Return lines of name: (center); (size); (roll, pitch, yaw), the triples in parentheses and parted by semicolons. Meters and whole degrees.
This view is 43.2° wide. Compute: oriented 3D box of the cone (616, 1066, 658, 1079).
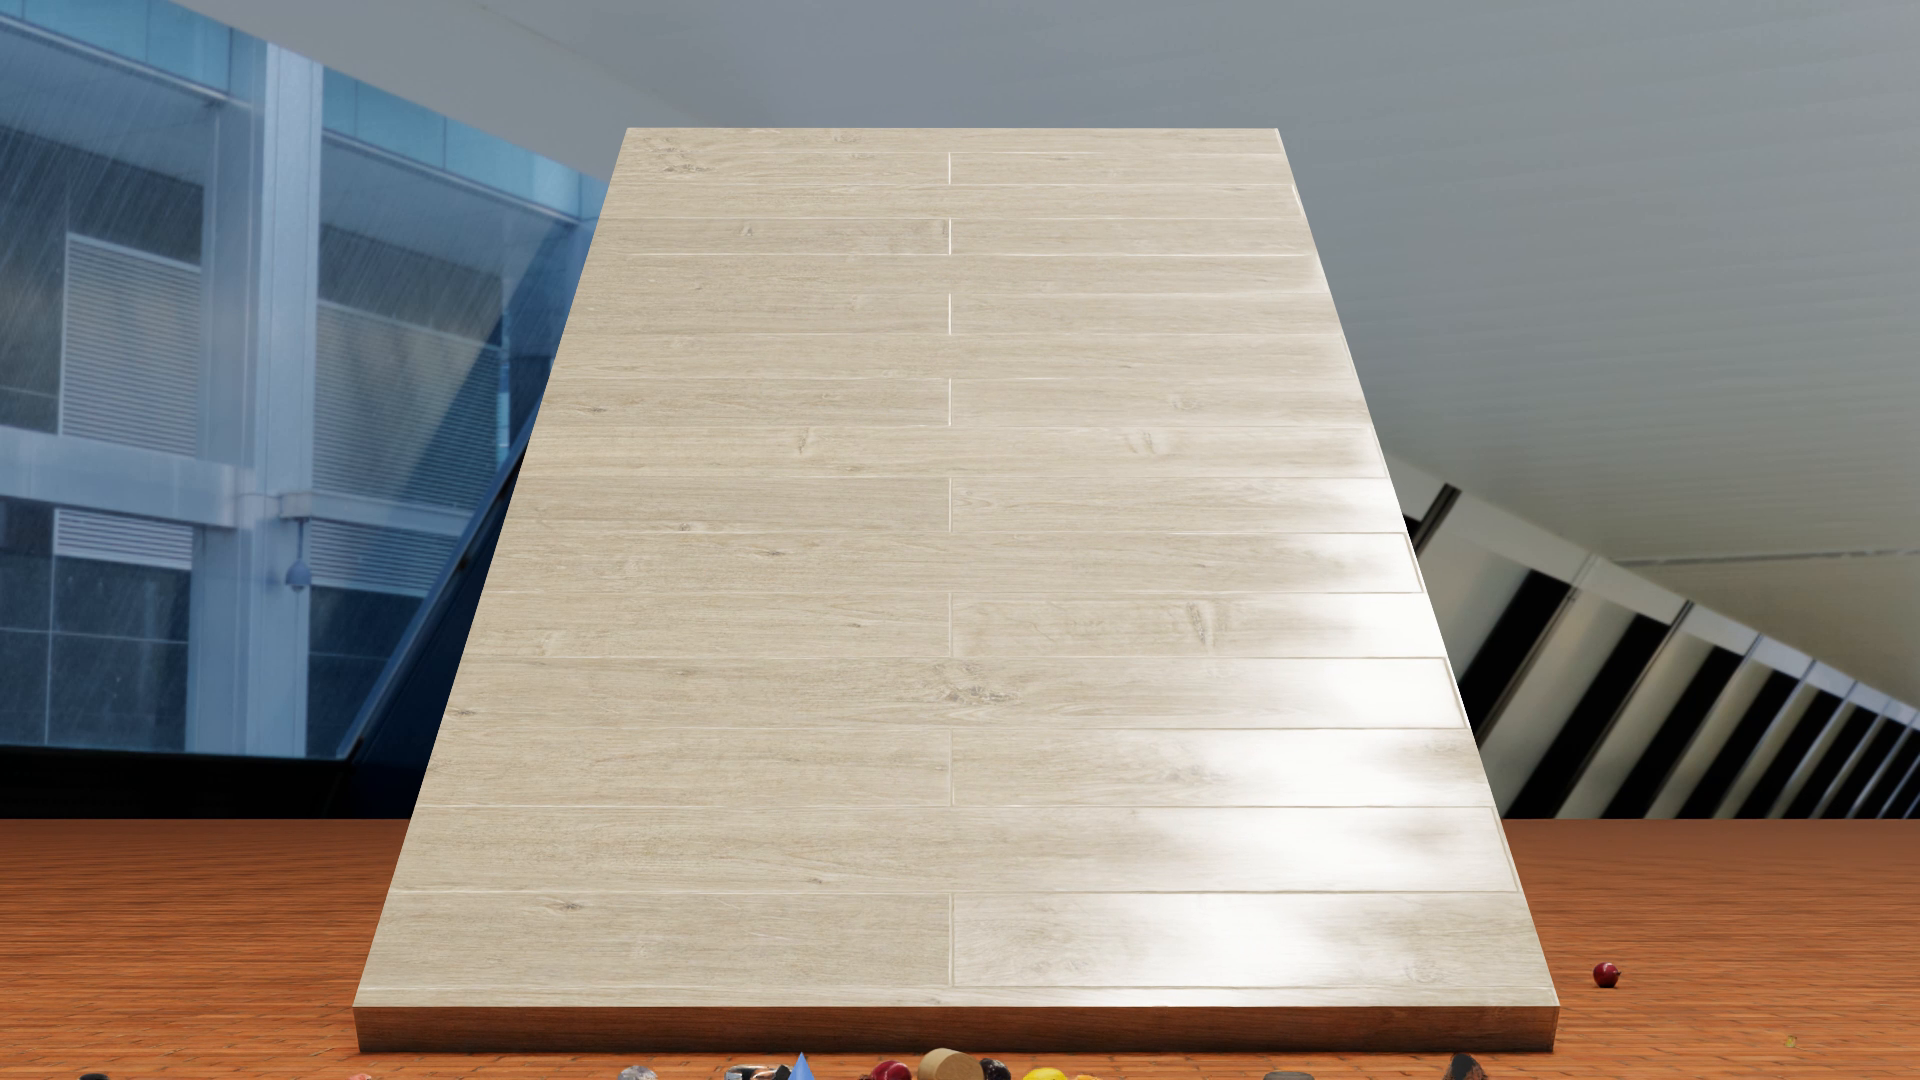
cone: (-0.443, 0.757, 3.297); (0.064, 0.064, 0.064); (2, -33, -17)

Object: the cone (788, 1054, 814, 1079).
cone: (-0.214, 0.729, 3.267); (0.078, 0.078, 0.078); (0, -6, 0)

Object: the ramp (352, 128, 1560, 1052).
ramp: (-0.014, -0.204, 5.762); (2.000, 0.100, 4.000); (0, 31, 0)

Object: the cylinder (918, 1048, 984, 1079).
cylinder: (-0.013, 0.741, 3.346); (0.072, 0.072, 0.072); (2, -7, -20)

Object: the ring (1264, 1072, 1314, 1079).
ring: (0.475, 0.782, 3.497); (0.075, 0.025, 0.075); (1, -6, 0)

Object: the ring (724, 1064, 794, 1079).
ring: (-0.283, 0.774, 3.480); (0.113, 0.038, 0.113); (1, -7, 0)

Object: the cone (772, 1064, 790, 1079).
cone: (-0.259, 0.769, 3.383); (0.054, 0.054, 0.054); (-30, 7, -24)

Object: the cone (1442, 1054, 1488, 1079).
cone: (0.659, 0.750, 3.274); (0.085, 0.085, 0.085); (7, -36, -47)
